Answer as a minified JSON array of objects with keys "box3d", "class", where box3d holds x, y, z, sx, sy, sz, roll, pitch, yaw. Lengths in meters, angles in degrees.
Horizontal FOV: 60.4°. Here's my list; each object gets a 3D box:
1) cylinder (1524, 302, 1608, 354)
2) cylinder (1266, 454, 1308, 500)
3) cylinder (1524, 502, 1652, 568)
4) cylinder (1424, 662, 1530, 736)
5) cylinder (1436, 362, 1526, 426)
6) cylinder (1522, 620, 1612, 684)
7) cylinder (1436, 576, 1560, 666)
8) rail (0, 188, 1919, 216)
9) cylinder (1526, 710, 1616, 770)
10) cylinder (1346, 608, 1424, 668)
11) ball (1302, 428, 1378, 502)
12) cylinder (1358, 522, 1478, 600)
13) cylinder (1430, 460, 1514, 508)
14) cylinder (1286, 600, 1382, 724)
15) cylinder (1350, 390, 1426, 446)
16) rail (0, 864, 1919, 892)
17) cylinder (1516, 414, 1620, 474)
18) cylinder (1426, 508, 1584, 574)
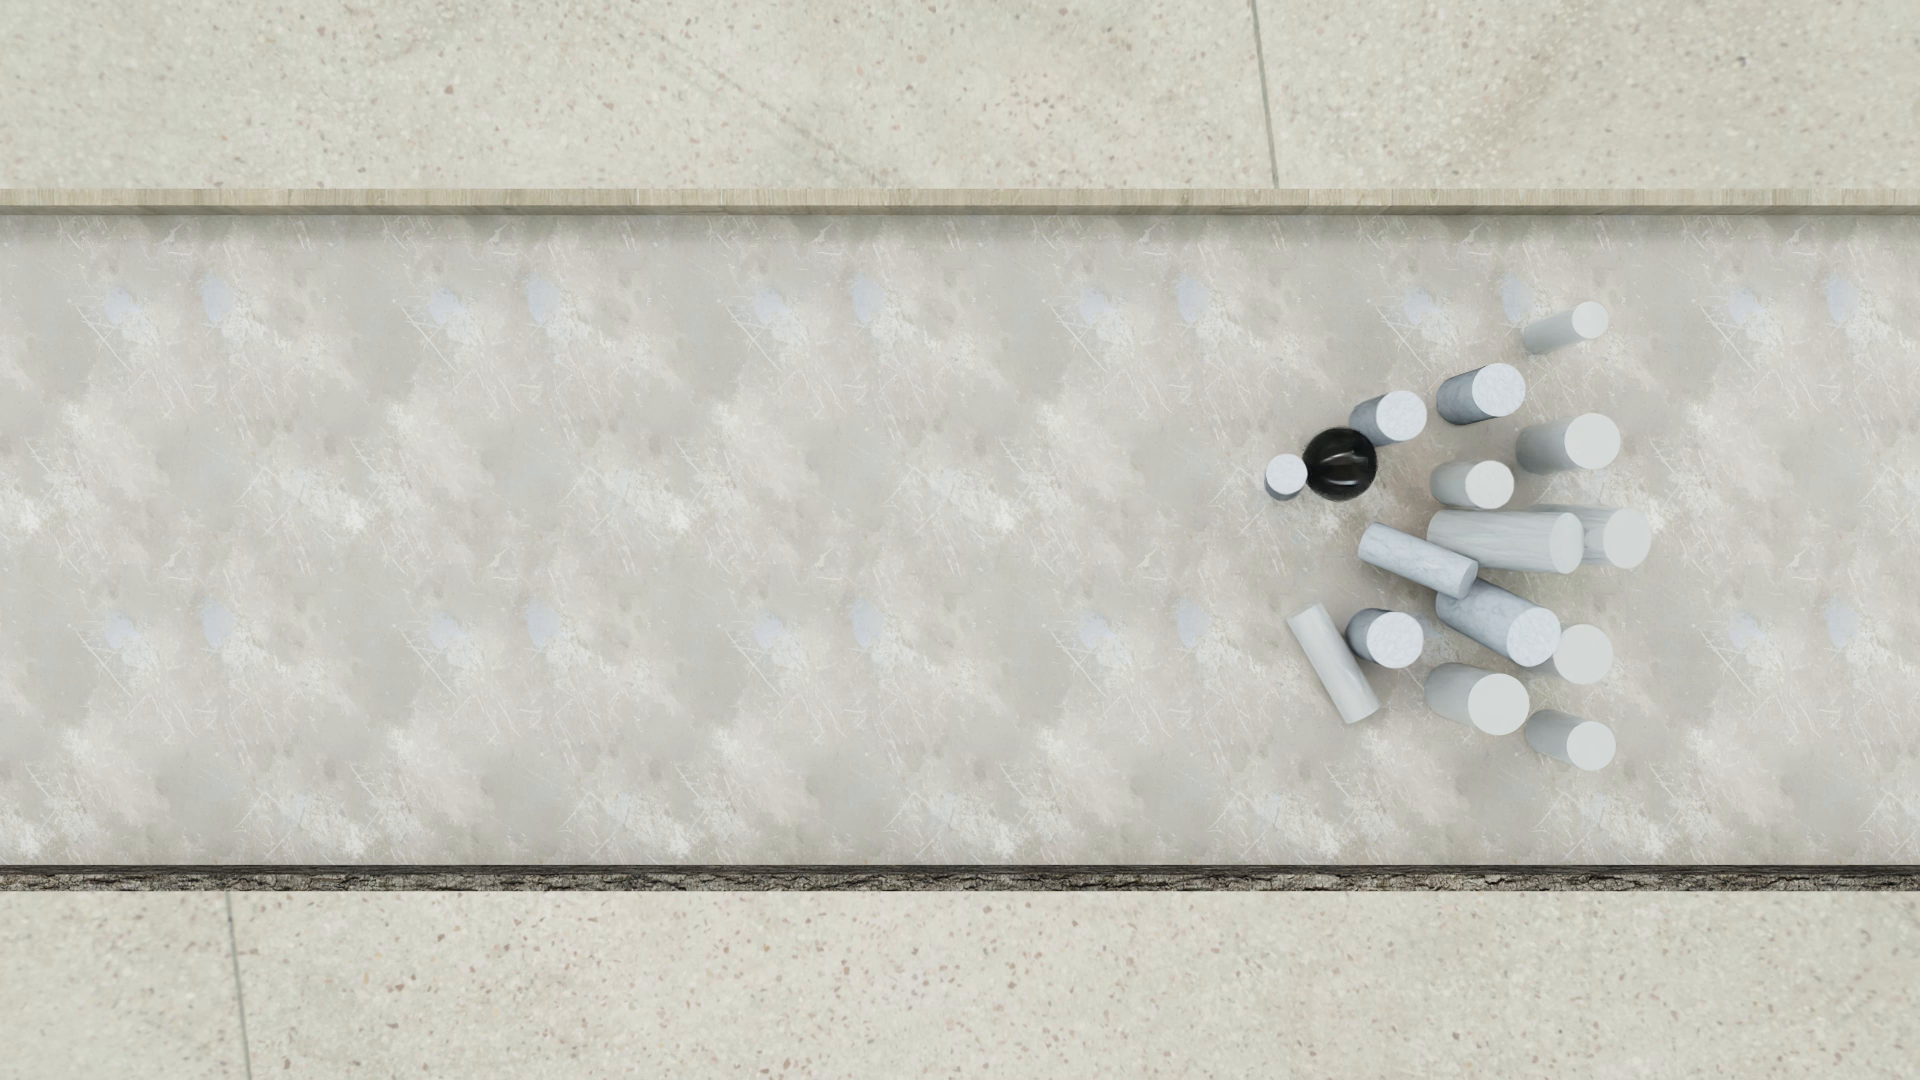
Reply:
[{"box3d":[1.785,-0.623,4.874,0.104,0.405,0.104,0,90,0],"class":"cylinder"},{"box3d":[0.959,-0.182,4.865,0.114,0.409,0.114,0,88,10],"class":"cylinder"},{"box3d":[1.838,-0.016,4.874,0.175,0.366,0.175,-1,94,-21],"class":"cylinder"},{"box3d":[1.514,0.462,4.856,0.173,0.441,0.173,0,90,0],"class":"cylinder"},{"box3d":[1.541,-0.430,4.897,0.154,0.359,0.154,0,90,0],"class":"cylinder"},{"box3d":[1.789,0.328,4.907,0.173,0.339,0.173,0,90,0],"class":"cylinder"},{"box3d":[1.583,0.231,4.869,0.176,0.376,0.176,-4,105,-15],"class":"cylinder"},{"box3d":[-2.247,-1.025,5.002,12.000,0.150,0.050,0,90,0],"class":"rail"},{"box3d":[1.810,0.591,4.903,0.141,0.347,0.141,0,90,0],"class":"cylinder"},{"box3d":[1.260,0.289,4.906,0.162,0.334,0.162,0,90,3],"class":"cylinder"},{"box3d":[1.142,-0.226,4.964,0.225,0.225,0.225,0,90,0],"class":"ball"},{"box3d":[1.369,0.060,4.936,0.326,0.126,0.126,26,90,32],"class":"cylinder"},{"box3d":[1.503,-0.166,4.854,0.136,0.436,0.136,0,93,3],"class":"cylinder"},{"box3d":[1.136,0.369,5.016,0.120,0.120,0.366,-30,90,0],"class":"cylinder"},{"box3d":[1.271,-0.359,4.914,0.146,0.324,0.146,0,90,0],"class":"cylinder"},{"box3d":[-2.247,1.025,5.001,12.000,0.150,0.050,0,90,0],"class":"rail"},{"box3d":[1.788,-0.280,4.870,0.159,0.414,0.159,0,90,0],"class":"cylinder"},{"box3d":[1.602,0.000,4.857,0.174,0.418,0.174,-2,94,-37],"class":"cylinder"}]
